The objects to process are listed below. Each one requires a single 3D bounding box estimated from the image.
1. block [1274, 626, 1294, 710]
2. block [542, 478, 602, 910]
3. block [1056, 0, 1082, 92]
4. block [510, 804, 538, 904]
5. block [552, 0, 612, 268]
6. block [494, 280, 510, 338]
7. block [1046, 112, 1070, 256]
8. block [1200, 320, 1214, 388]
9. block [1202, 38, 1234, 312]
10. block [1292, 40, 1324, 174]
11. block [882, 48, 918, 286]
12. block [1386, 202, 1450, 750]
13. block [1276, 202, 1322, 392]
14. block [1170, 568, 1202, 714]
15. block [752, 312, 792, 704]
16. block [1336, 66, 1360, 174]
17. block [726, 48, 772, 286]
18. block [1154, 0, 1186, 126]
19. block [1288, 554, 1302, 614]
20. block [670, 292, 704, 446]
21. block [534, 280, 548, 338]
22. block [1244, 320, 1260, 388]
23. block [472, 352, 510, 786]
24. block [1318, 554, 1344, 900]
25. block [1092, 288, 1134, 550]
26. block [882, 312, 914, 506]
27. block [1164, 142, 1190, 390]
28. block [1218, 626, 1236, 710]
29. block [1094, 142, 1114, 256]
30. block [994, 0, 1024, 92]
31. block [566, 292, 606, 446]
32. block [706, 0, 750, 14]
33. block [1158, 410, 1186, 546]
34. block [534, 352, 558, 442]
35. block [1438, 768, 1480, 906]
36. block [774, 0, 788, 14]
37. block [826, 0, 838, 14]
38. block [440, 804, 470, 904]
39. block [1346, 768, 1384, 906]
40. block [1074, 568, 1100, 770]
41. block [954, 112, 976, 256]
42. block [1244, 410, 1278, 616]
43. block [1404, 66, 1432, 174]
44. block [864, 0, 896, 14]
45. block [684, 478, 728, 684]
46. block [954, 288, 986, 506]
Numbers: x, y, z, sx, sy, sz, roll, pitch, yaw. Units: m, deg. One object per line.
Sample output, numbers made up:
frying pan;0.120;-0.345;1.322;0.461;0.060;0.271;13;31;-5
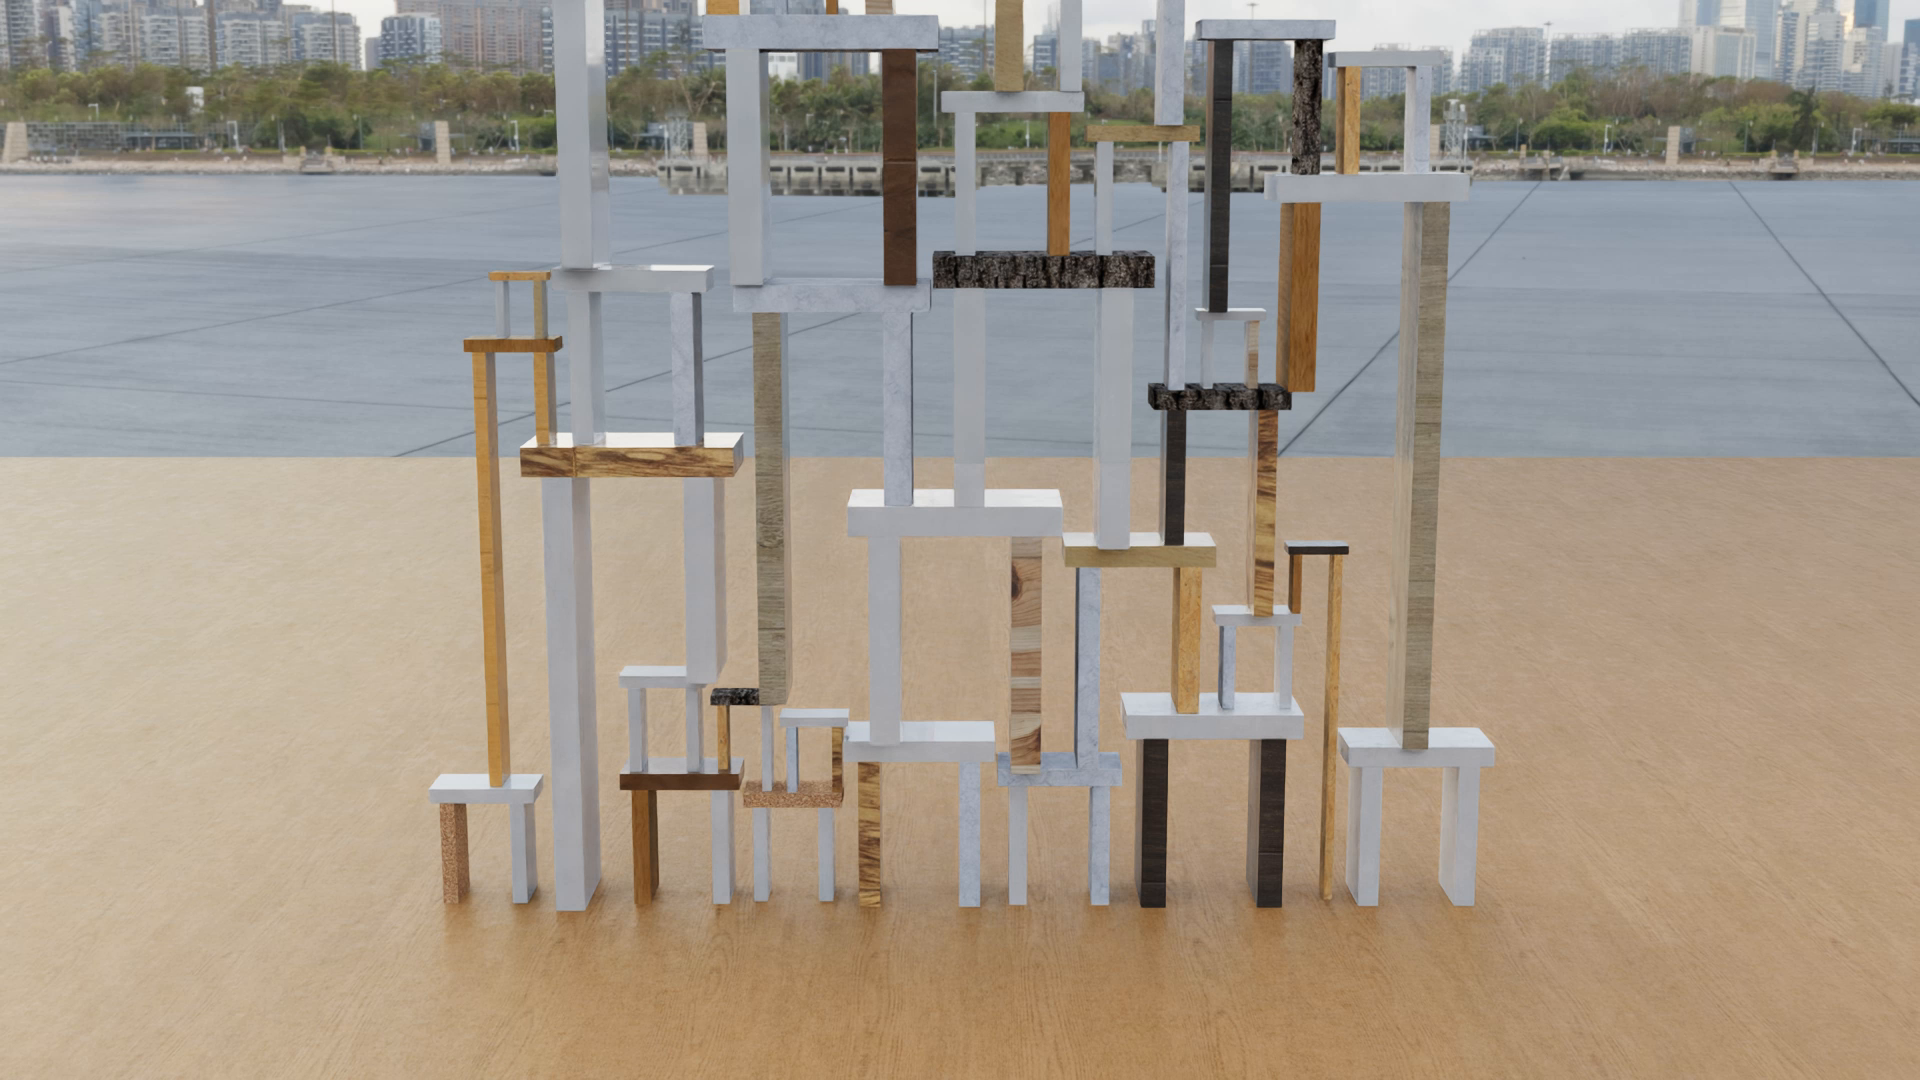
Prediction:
block;0.529;0.201;3.600;0.020;0.139;0.069;0;11;0
block;-0.635;0.238;3.604;0.047;0.716;0.167;0;11;0
block;0.170;-0.815;3.408;0.033;0.235;0.117;0;11;0
block;-0.724;0.507;3.650;0.024;0.171;0.086;0;11;0
block;-0.590;-0.795;3.409;0.049;0.733;0.173;0;11;0
block;-0.727;-0.368;3.496;0.013;0.091;0.045;0;11;0
block;0.155;-0.560;3.455;0.031;0.220;0.110;0;11;0
block;0.393;-0.298;3.508;0.015;0.108;0.054;0;11;0
block;0.404;-0.571;3.450;0.029;0.418;0.102;0;11;0
block;0.542;-0.675;3.433;0.029;0.204;0.102;0;11;0
block;-0.093;-0.585;3.452;0.050;0.356;0.178;0;11;0
block;0.735;-0.106;3.542;0.042;0.874;0.148;0;11;0
block;0.536;-0.390;3.491;0.042;0.295;0.148;0;10;0
block;0.369;0.151;3.588;0.034;0.241;0.121;0;11;0
block;-0.301;-0.058;3.548;0.043;0.629;0.153;0;11;0
block;0.605;-0.655;3.433;0.023;0.163;0.081;-1;11;0
block;-0.330;-0.585;3.451;0.050;0.356;0.178;0;11;0
block;0.326;-0.789;3.413;0.033;0.286;0.117;0;11;0
block;0.544;0.067;3.567;0.014;0.097;0.049;0;11;0
block;-0.434;-0.279;3.507;0.034;0.240;0.120;0;11;0
block;-0.666;-0.368;3.496;0.013;0.091;0.045;0;11;0
block;0.465;-0.299;3.509;0.015;0.108;0.054;0;11;0
block;-0.760;0.047;3.571;0.020;0.712;0.072;0;11;0
block;0.609;0.305;3.613;0.014;0.581;0.049;0;11;0
block;0.244;-0.203;3.523;0.049;0.411;0.171;0;11;0
block;-0.098;-0.218;3.519;0.043;0.305;0.153;0;11;0
block;0.341;-0.434;3.477;0.025;0.386;0.087;0;11;0
block;0.437;0.201;3.601;0.020;0.139;0.069;0;11;0
block;0.225;-0.538;3.457;0.025;0.175;0.087;0;11;0
block;0.075;-0.902;3.394;0.042;0.412;0.149;0;11;0
block;-0.595;-0.279;3.506;0.034;0.240;0.120;0;11;0
block;-0.359;-0.980;3.374;0.049;0.346;0.173;0;11;0
block;0.342;-0.108;3.542;0.031;0.217;0.108;0;11;0
block;-0.663;-0.232;3.518;0.020;0.144;0.072;0;10;0
block;0.827;0.474;3.646;0.034;0.237;0.118;0;11;0
block;-0.276;-0.867;3.395;0.017;0.117;0.059;0;11;0
block;-0.198;-0.867;3.396;0.017;0.117;0.058;0;11;0
block;-0.838;0.507;3.650;0.024;0.171;0.086;0;11;0
block;0.670;0.474;3.646;0.034;0.237;0.118;0;11;0
block;0.208;0.198;3.597;0.034;0.336;0.121;0;11;0
block;0.008;-0.560;3.455;0.031;0.220;0.110;0;11;0
block;0.487;-0.051;3.553;0.031;0.334;0.108;0;11;0
block;0.714;-0.656;3.433;0.023;0.163;0.081;-1;11;0
block;-0.124;-0.957;3.383;0.042;0.299;0.149;0;11;0
block;-0.412;0.050;3.569;0.047;0.334;0.167;0;11;0
block;0.015;-0.236;3.517;0.049;0.343;0.171;0;11;0
